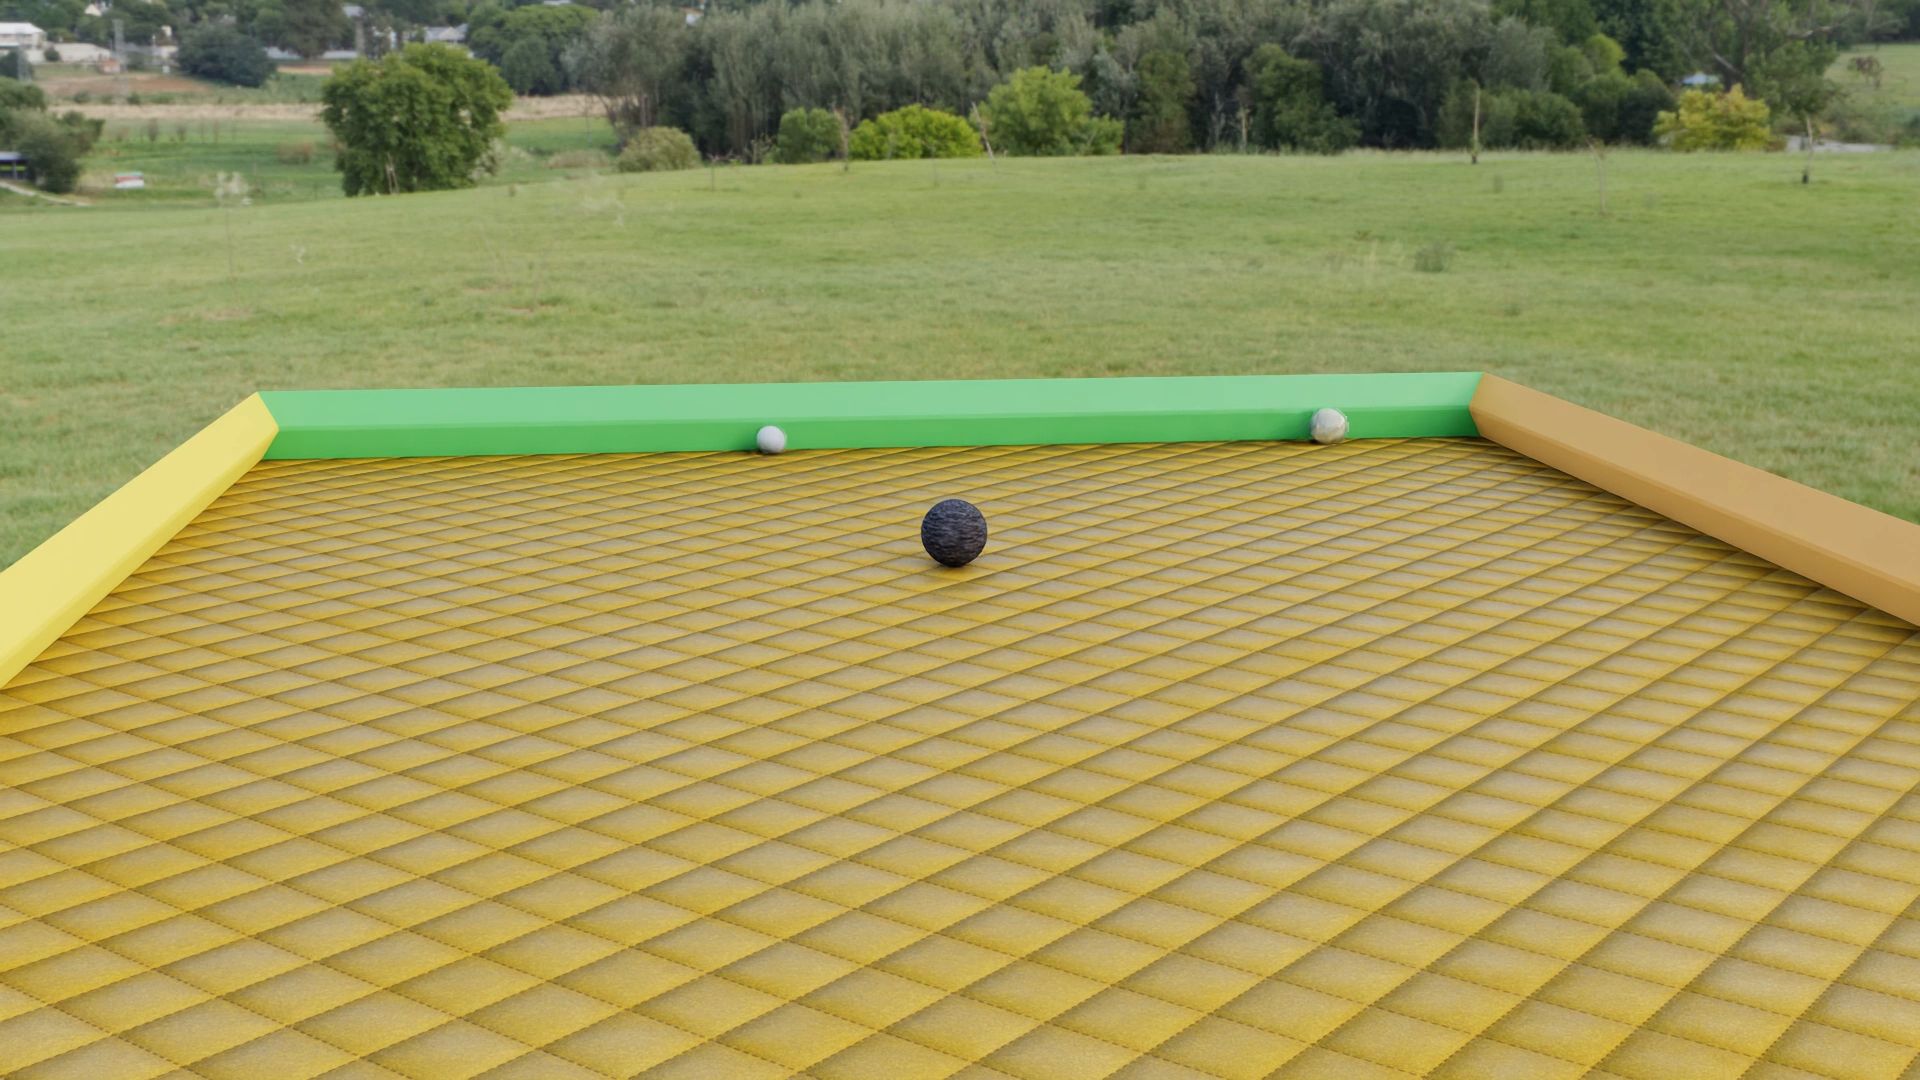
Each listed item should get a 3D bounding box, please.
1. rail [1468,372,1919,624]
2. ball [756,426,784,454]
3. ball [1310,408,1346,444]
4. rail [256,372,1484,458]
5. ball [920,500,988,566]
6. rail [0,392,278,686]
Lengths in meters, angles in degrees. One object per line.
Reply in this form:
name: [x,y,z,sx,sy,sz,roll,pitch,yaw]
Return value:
rail: [1.298,0.164,2.286,0.045,0.127,4.394,-1,12,-7]
ball: [-0.362,-0.191,4.206,0.055,0.055,0.055,0,12,0]
ball: [0.722,-0.223,4.319,0.072,0.072,0.072,0,12,0]
rail: [-0.132,-0.240,4.258,2.391,0.127,0.045,-1,12,-7]
ball: [-0.008,-0.011,3.218,0.098,0.098,0.098,0,12,0]
rail: [-1.028,0.222,2.004,0.045,0.127,4.394,-1,12,-7]
